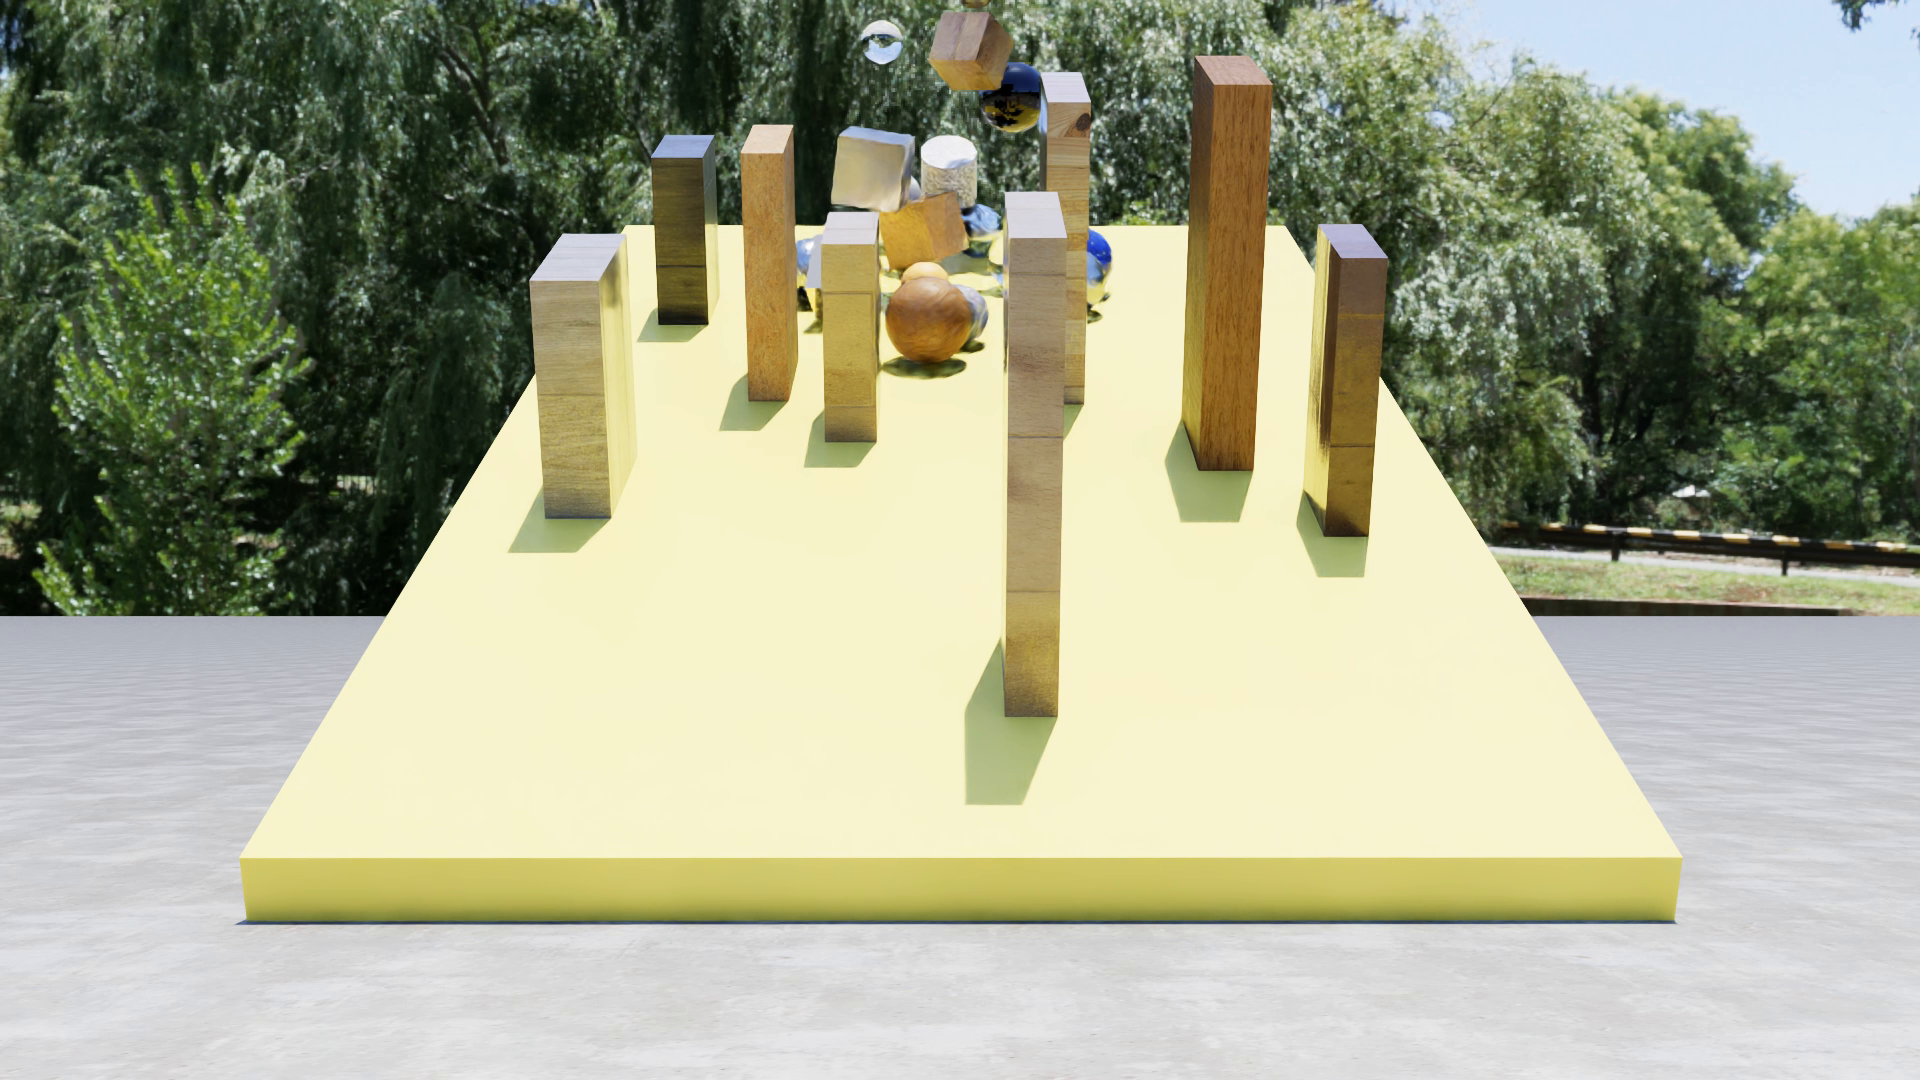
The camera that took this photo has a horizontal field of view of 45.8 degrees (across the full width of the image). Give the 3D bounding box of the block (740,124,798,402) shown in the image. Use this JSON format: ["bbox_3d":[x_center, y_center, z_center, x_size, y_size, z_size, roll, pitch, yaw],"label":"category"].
[{"bbox_3d":[-0.436,-0.643,5.246,0.093,0.568,0.349,0,20,0],"label":"block"}]

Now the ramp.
[{"bbox_3d":[-0.005,-0.210,5.041,2.000,0.100,4.000,0,20,0],"label":"ramp"}]

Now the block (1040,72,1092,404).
[{"bbox_3d":[0.236,-0.700,5.237,0.094,0.683,0.414,0,20,0],"label":"block"}]

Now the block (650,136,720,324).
[{"bbox_3d":[-0.706,-0.804,5.876,0.129,0.430,0.306,0,20,0],"label":"block"}]

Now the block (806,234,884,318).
[{"bbox_3d":[-0.295,-0.670,5.815,0.156,0.156,0.156,4,-24,9],"label":"block"}]

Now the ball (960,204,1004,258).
[{"bbox_3d":[0.052,-0.880,6.483,0.152,0.152,0.152,0,-2,0],"label":"ball"}]

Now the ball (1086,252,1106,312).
[{"bbox_3d":[0.294,-0.672,5.896,0.170,0.170,0.170,0,-2,0],"label":"ball"}]

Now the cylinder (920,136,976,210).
[{"bbox_3d":[-0.033,-1.047,6.515,0.160,0.160,0.160,0,-44,0],"label":"cylinder"}]

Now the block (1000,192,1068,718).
[{"bbox_3d":[0.113,-0.138,3.602,0.084,0.768,0.328,0,20,0],"label":"block"}]

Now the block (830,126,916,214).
[{"bbox_3d":[-0.229,-0.984,6.031,0.180,0.180,0.180,10,19,5],"label":"block"}]

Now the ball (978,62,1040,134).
[{"bbox_3d":[0.150,-1.248,6.409,0.200,0.200,0.200,0,-2,0],"label":"ball"}]

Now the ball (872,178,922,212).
[{"bbox_3d":[-0.188,-0.992,6.611,0.158,0.158,0.158,0,-2,0],"label":"ball"}]

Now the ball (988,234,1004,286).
[{"bbox_3d":[0.156,-0.757,6.137,0.162,0.162,0.162,0,-2,0],"label":"ball"}]

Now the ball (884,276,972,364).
[{"bbox_3d":[-0.077,-0.528,5.453,0.209,0.209,0.209,0,-2,0],"label":"ball"}]

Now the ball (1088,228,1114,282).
[{"bbox_3d":[0.323,-0.748,6.091,0.178,0.178,0.178,0,-2,0],"label":"ball"}]

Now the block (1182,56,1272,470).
[{"bbox_3d":[0.553,-0.583,4.759,0.115,0.797,0.378,0,20,0],"label":"block"}]

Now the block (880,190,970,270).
[{"bbox_3d":[-0.104,-0.867,6.359,0.165,0.165,0.165,-6,14,38],"label":"block"}]

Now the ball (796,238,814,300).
[{"bbox_3d":[-0.398,-0.716,6.020,0.164,0.164,0.164,0,-2,0],"label":"ball"}]

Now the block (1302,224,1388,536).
[{"bbox_3d":[0.740,-0.311,4.390,0.086,0.544,0.283,0,20,0],"label":"block"}]

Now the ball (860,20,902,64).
[{"bbox_3d":[-0.218,-1.389,6.341,0.118,0.118,0.118,0,-2,0],"label":"ball"}]

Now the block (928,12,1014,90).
[{"bbox_3d":[0.029,-1.312,6.102,0.149,0.149,0.149,7,-17,30],"label":"block"}]

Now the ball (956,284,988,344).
[{"bbox_3d":[-0.001,-0.558,5.624,0.146,0.146,0.146,0,-2,0],"label":"ball"}]

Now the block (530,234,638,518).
[{"bbox_3d":[-0.746,-0.333,4.541,0.130,0.477,0.395,0,20,0],"label":"block"}]

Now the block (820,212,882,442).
[{"bbox_3d":[-0.235,-0.470,4.971,0.112,0.434,0.320,0,20,0],"label":"block"}]

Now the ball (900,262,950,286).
[{"bbox_3d":[-0.090,-0.660,5.920,0.131,0.131,0.131,0,-2,0],"label":"ball"}]

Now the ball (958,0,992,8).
[{"bbox_3d":[0.043,-1.555,6.385,0.123,0.123,0.123,0,-2,0],"label":"ball"}]
